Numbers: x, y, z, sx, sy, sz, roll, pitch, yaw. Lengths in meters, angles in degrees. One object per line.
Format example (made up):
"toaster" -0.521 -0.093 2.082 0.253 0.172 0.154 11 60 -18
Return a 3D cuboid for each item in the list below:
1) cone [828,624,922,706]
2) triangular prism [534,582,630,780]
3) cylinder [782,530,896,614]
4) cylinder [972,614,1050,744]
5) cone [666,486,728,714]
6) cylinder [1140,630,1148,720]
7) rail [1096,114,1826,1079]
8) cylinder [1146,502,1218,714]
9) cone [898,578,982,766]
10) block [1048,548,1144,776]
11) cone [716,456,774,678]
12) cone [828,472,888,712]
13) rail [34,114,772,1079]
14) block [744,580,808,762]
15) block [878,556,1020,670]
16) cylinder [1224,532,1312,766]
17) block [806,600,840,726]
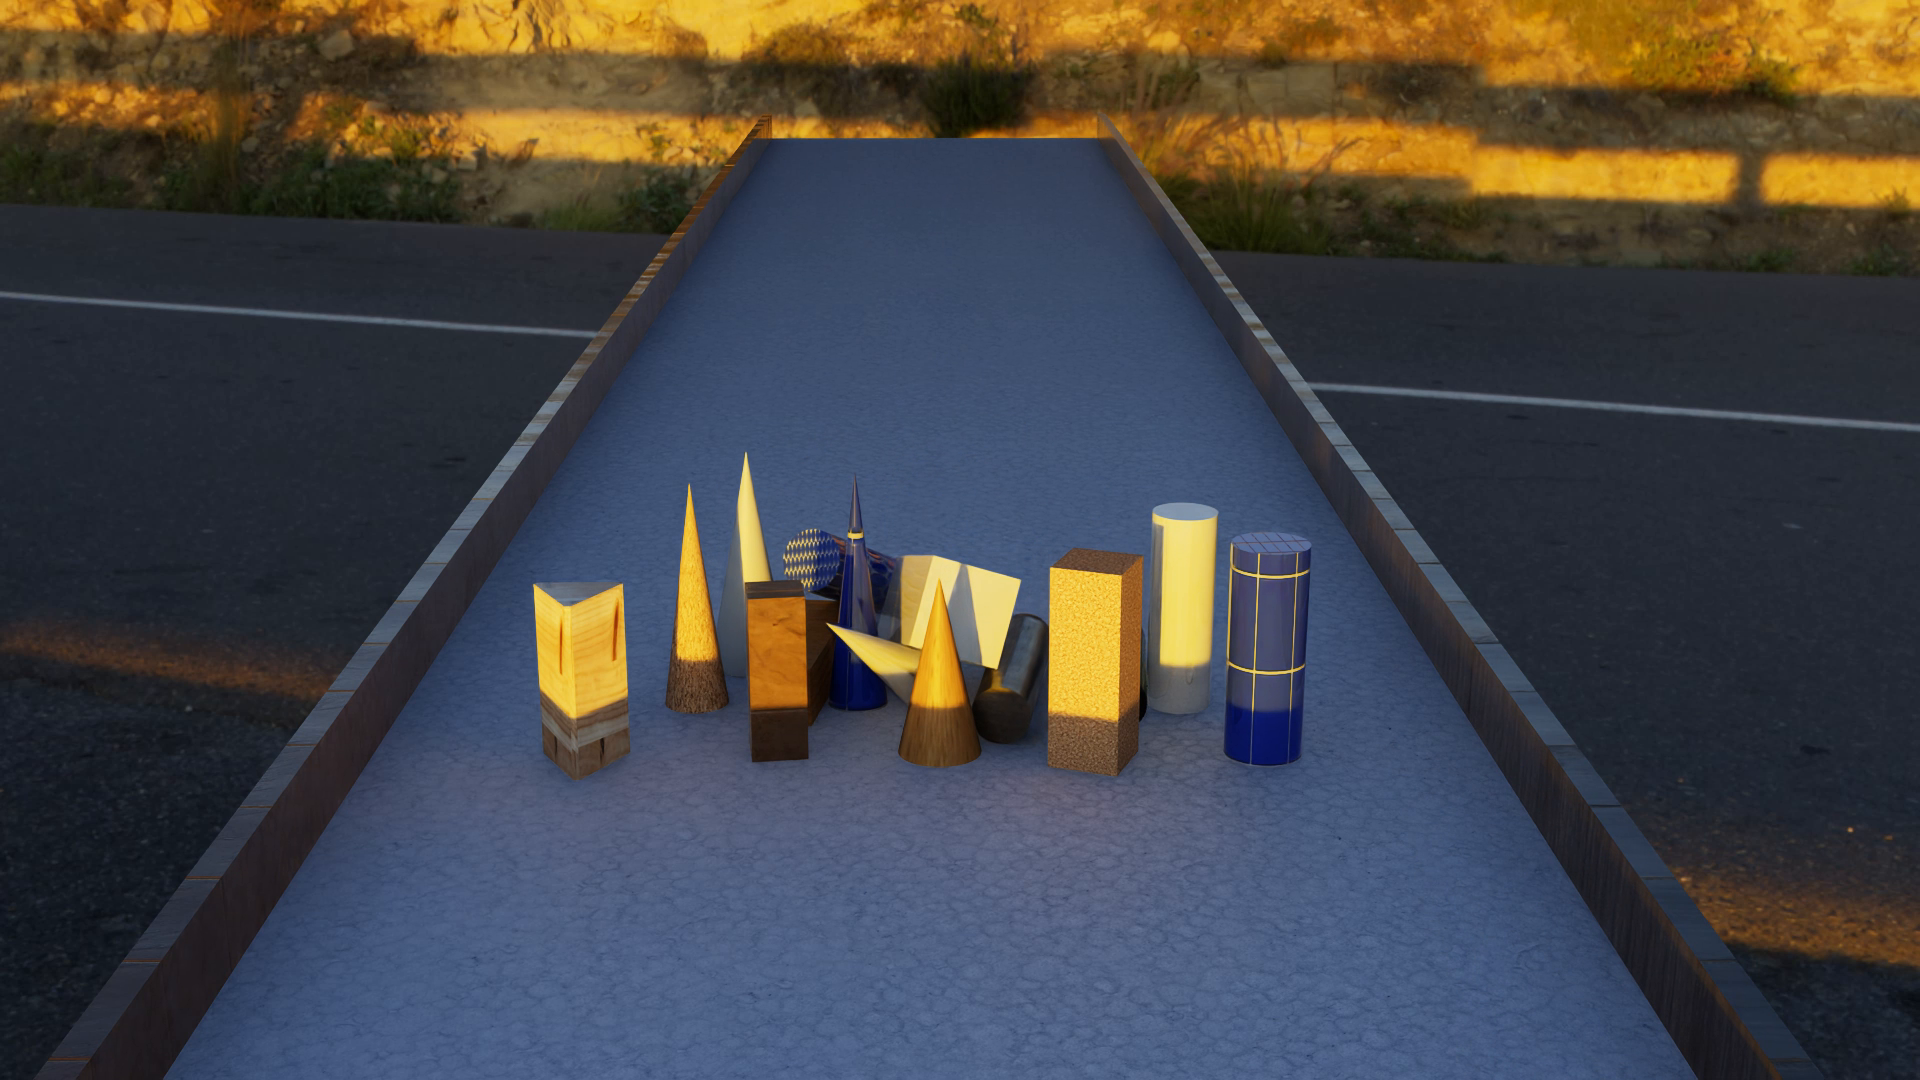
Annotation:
"cone" -0.155 0.207 4.048 0.113 0.113 0.319 14 -13 39
"triangular prism" -0.649 0.237 3.871 0.132 0.318 0.153 -10 19 -30
"cylinder" -0.214 0.072 4.487 0.123 0.123 0.418 7 -6 23
"cylinder" 0.101 0.257 4.169 0.109 0.109 0.424 2 17 7
"cone" -0.501 0.101 4.128 0.121 0.432 0.121 0 17 0
"cylinder" 0.303 0.249 4.202 0.107 0.107 0.354 1 17 4
"rail" 0.932 -0.844 7.801 0.050 0.150 12.000 0 17 -1
"cylinder" 0.416 0.128 4.132 0.123 0.378 0.123 1 17 0
"cone" -0.036 0.221 3.905 0.150 0.330 0.150 0 17 0
"block" 0.238 0.213 3.865 0.128 0.368 0.128 6 18 20
"cone" -0.417 0.038 4.329 0.160 0.438 0.160 0 17 0
"cone" -0.194 0.091 4.123 0.113 0.456 0.113 0 17 0
"rail" -1.118 -0.838 7.780 0.050 0.150 12.000 0 17 -1
"block" -0.326 0.232 3.912 0.100 0.304 0.100 -2 17 -8
"block" -0.029 0.134 4.215 0.170 0.170 0.397 16 -3 -11
"cylinder" 0.543 0.193 3.891 0.139 0.391 0.139 0 17 0
"block" -0.300 0.232 4.251 0.112 0.112 0.401 2 17 8
